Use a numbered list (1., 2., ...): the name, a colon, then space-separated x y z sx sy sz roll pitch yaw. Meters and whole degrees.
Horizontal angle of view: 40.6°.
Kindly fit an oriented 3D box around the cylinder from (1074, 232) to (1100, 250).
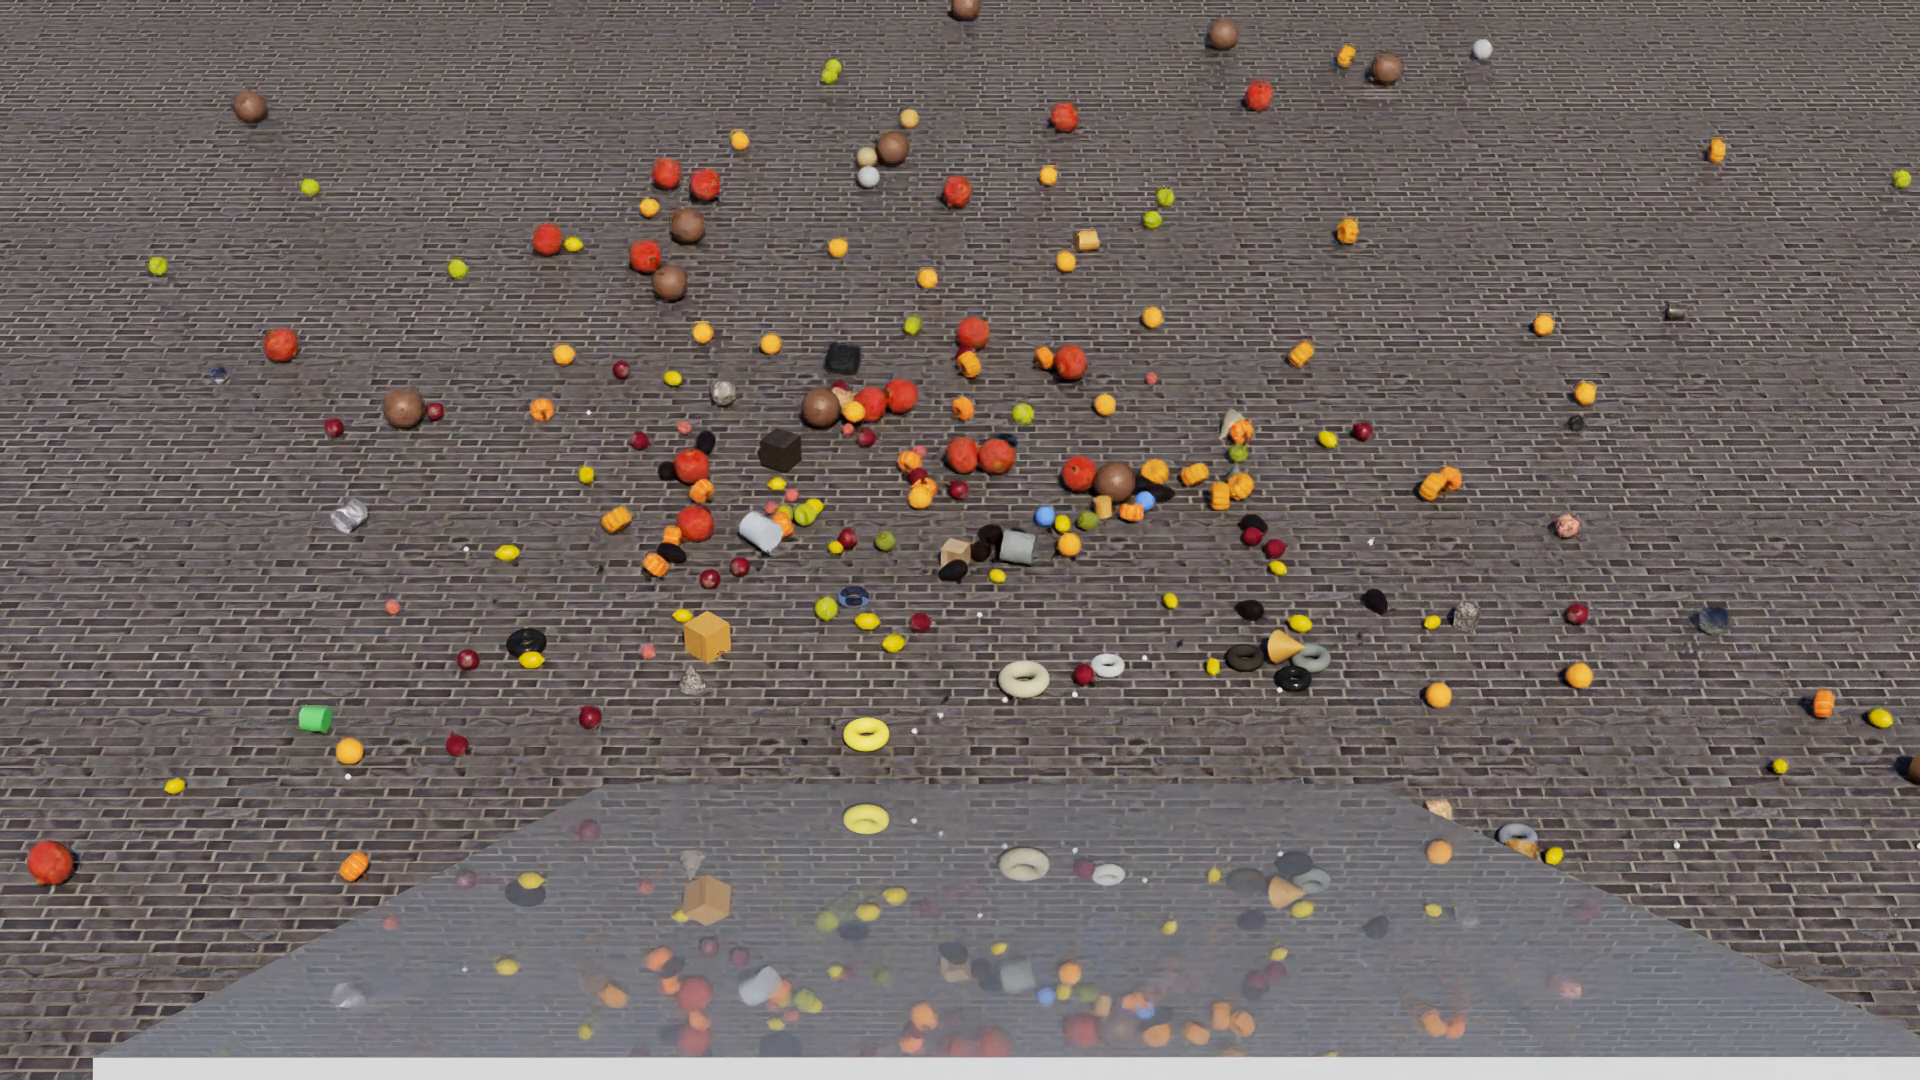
1. cylinder: 0.461 -1.092 9.478 0.071 0.071 0.071 -3 32 -23

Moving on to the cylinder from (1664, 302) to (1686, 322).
1. cylinder: 2.492 -0.793 9.037 0.057 0.057 0.057 32 39 4

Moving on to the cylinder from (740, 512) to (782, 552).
1. cylinder: -0.602 -0.026 7.840 0.093 0.093 0.093 -28 42 -35

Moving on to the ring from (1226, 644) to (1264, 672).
1. ring: 0.807 0.333 7.346 0.109 0.036 0.109 -1 33 1

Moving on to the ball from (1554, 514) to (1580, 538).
1. ball: 1.845 -0.042 7.881 0.074 0.074 0.074 0 33 0

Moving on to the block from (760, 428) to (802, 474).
1. block: -0.568 -0.284 8.231 0.093 0.093 0.093 17 37 24

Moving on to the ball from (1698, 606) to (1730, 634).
1. ball: 2.169 0.229 7.460 0.085 0.085 0.085 0 33 0

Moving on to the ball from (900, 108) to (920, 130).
1. ball: -0.202 -1.682 10.367 0.081 0.081 0.081 0 33 0

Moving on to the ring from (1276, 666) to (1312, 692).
1. ring: 0.935 0.388 7.265 0.102 0.034 0.102 -1 32 1

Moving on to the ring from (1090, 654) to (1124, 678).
1. ring: 0.416 0.354 7.318 0.098 0.033 0.098 0 32 0

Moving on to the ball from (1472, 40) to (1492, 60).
1. ball: 2.206 -2.071 10.954 0.085 0.085 0.085 0 33 0

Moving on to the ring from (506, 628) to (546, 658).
1. ring: -1.238 0.294 7.405 0.116 0.039 0.116 -1 34 1

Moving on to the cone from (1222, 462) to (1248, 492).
1. cone: 0.864 -0.210 8.128 0.083 0.083 0.083 0 33 0

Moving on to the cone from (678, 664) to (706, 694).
1. cone: -0.751 0.375 7.243 0.079 0.079 0.079 0 33 0

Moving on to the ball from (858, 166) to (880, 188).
1. ball: -0.350 -1.387 9.914 0.085 0.085 0.085 0 33 0

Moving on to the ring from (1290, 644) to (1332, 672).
1. ring: 0.993 0.334 7.343 0.115 0.038 0.115 -1 34 0

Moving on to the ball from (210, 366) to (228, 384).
1. ball: -2.476 -0.553 8.672 0.059 0.059 0.059 0 33 0

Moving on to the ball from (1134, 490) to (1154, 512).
1. ball: 0.569 -0.119 8.007 0.065 0.065 0.065 0 33 0

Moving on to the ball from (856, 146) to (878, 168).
1. ball: -0.362 -1.482 10.059 0.084 0.084 0.084 0 33 0

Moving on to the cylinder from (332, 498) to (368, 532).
1. cylinder: -1.864 -0.074 7.928 0.077 0.077 0.077 16 37 23

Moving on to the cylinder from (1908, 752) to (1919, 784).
1. cylinder: 2.575 0.613 6.874 0.088 0.088 0.088 -24 40 -31

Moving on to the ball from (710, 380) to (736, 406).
1. ball: -0.779 -0.483 8.544 0.083 0.083 0.083 0 33 0

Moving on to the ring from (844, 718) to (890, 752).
1. ring: -0.255 0.528 7.045 0.127 0.042 0.127 0 32 0

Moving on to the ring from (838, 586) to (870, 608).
1. ring: -0.311 0.166 7.605 0.093 0.031 0.093 1 34 -1

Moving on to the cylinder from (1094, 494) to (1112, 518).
1. cylinder: 0.440 -0.102 7.982 0.055 0.055 0.055 -5 27 3

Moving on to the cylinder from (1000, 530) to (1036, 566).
1. cylinder: 0.175 0.023 7.759 0.094 0.094 0.094 10 34 7

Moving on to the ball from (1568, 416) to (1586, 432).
1. ball: 1.998 -0.377 8.408 0.054 0.054 0.054 0 33 0

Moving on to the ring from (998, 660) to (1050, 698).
1. ring: 0.179 0.389 7.251 0.146 0.049 0.146 -1 34 1

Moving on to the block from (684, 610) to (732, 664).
1. block: -0.719 0.276 7.382 0.092 0.092 0.092 27 42 35

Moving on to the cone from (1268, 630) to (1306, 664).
1. cone: 0.936 0.302 7.310 0.098 0.098 0.098 0 26 43

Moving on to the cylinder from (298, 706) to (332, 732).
1. cylinder: -1.760 0.490 7.081 0.066 0.066 0.066 5 34 8

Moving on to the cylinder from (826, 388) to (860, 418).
1. cylinder: -0.382 -0.450 8.494 0.082 0.082 0.082 22 39 30

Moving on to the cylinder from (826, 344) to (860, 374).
1. cylinder: -0.393 -0.607 8.724 0.091 0.091 0.091 8 34 16

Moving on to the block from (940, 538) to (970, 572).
1. block: -0.013 0.045 7.755 0.067 0.067 0.067 14 36 20

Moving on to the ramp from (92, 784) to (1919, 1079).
1. ramp: 0.074 0.644 4.768 2.000 0.100 4.000 0 -1 0

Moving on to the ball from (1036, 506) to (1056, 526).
1. ball: 0.260 -0.071 7.937 0.062 0.062 0.062 0 33 0

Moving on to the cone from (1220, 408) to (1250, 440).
1. cone: 0.867 -0.357 8.388 0.097 0.097 0.097 29 70 36

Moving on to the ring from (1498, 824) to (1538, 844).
1. ring: 1.438 0.768 6.687 0.103 0.034 0.103 0 32 0

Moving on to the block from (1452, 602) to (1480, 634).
1. block: 1.464 0.223 7.493 0.058 0.058 0.058 17 37 24
